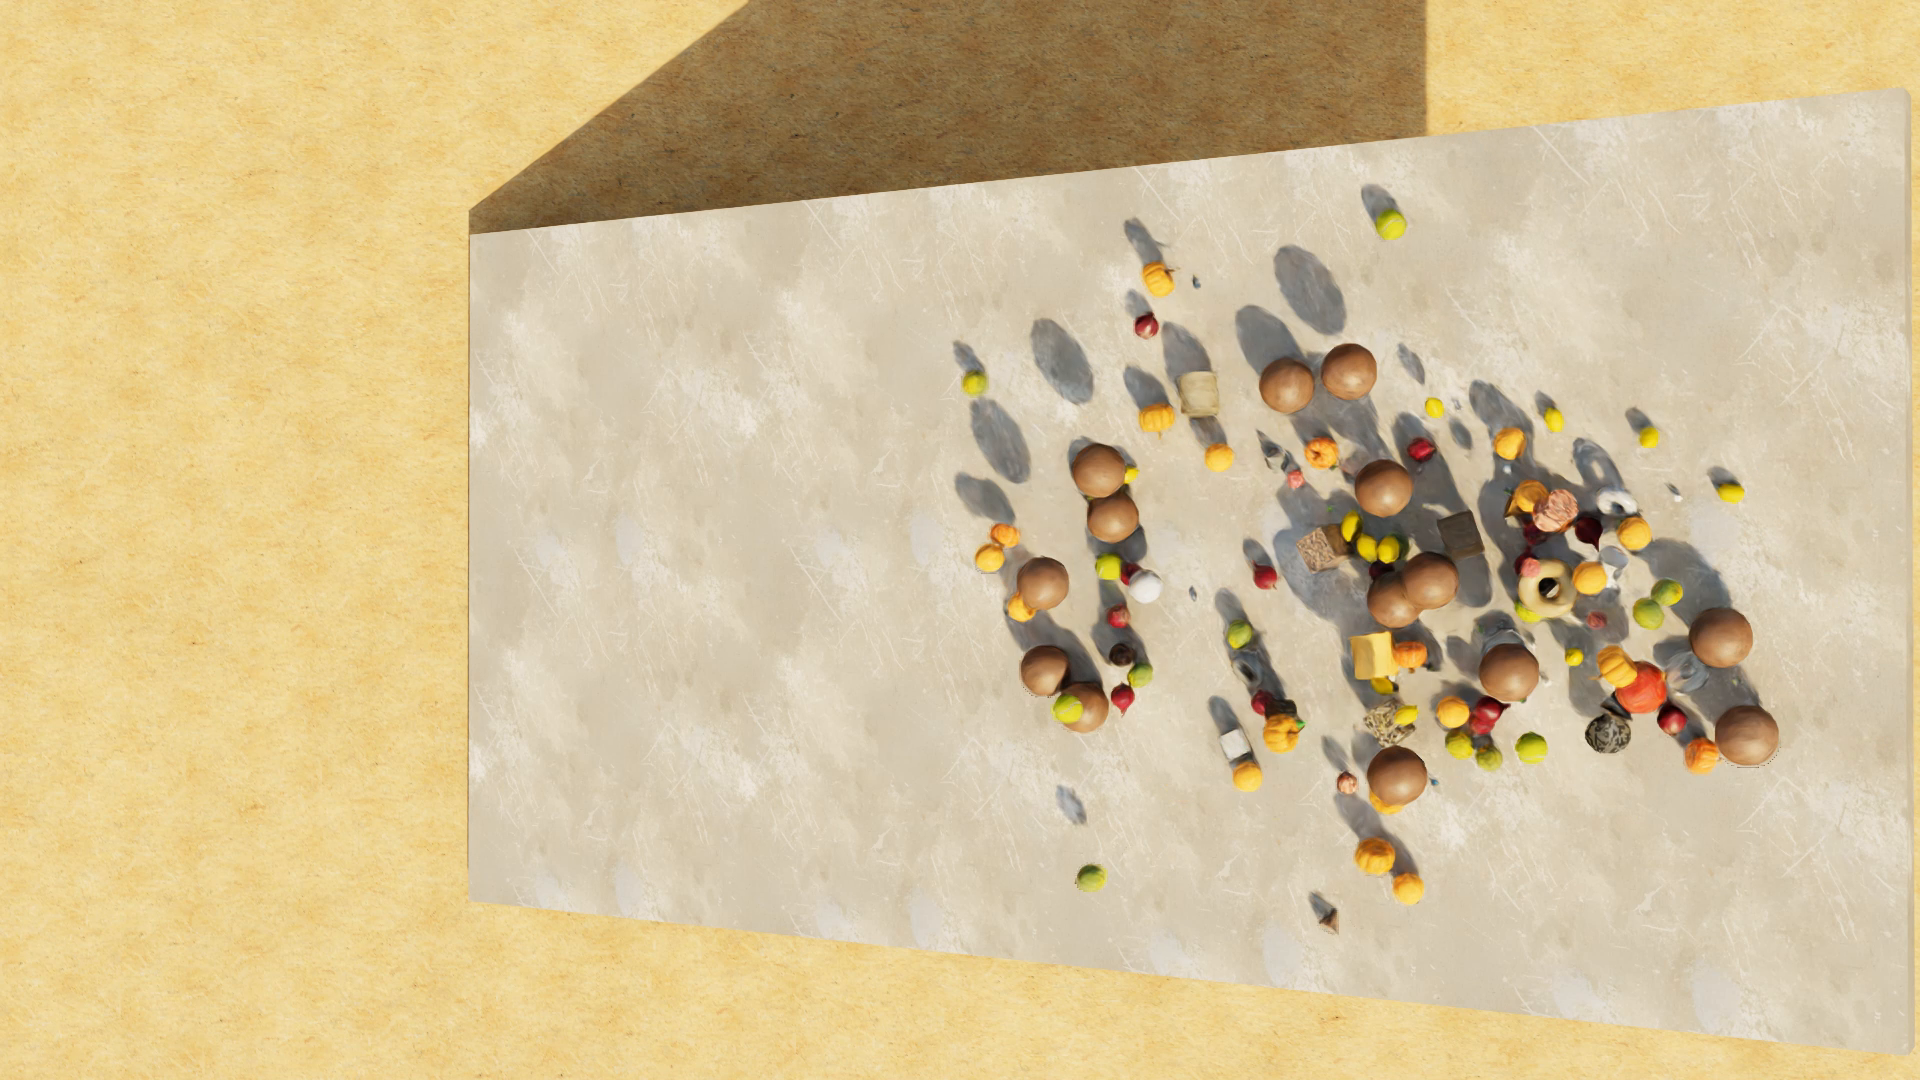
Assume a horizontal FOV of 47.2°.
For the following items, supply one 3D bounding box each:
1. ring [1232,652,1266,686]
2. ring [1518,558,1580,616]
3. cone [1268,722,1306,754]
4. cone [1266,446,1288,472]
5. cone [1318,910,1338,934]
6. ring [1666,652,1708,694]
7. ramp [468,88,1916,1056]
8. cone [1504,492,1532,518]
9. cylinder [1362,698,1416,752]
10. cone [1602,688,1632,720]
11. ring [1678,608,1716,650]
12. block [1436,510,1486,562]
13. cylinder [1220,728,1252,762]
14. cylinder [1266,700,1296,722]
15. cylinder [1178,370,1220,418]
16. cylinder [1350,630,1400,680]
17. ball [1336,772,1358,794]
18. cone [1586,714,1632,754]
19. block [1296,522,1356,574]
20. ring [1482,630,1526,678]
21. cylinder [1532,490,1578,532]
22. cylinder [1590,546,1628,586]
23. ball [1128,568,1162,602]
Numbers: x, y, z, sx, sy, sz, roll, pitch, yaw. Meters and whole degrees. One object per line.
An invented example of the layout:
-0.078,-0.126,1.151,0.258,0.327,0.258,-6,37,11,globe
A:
0.690,0.308,5.257,0.031,0.092,0.092,-37,89,-38,ring
1.290,0.104,4.819,0.135,0.045,0.135,6,106,22,ring
0.786,0.451,5.217,0.082,0.082,0.082,-29,90,0,cone
0.743,-0.194,5.235,0.059,0.059,0.059,0,89,31,cone
0.874,0.888,5.167,0.052,0.052,0.052,28,75,0,cone
1.567,0.285,4.739,0.095,0.032,0.095,-15,62,31,ring
0.265,0.073,5.614,4.000,0.100,2.000,0,89,31,ramp
1.262,-0.071,4.940,0.062,0.062,0.062,17,89,3,cone
0.988,0.424,5.060,0.089,0.089,0.089,-34,75,0,cylinder
1.435,0.367,4.758,0.067,0.067,0.067,-32,60,0,cone
1.594,0.192,4.742,0.093,0.031,0.093,0,89,-10,ring
1.118,-0.008,4.911,0.081,0.081,0.081,-20,71,12,block
0.661,0.491,5.278,0.060,0.060,0.060,-21,72,0,cylinder
0.759,0.404,5.200,0.053,0.053,0.053,-3,89,-26,cylinder
0.577,-0.351,5.310,0.093,0.093,0.093,-6,82,0,cylinder
0.957,0.266,5.076,0.099,0.099,0.099,-9,88,0,cylinder
0.900,0.565,5.116,0.050,0.050,0.050,0,89,0,ball
1.408,0.400,4.784,0.098,0.098,0.098,-10,55,14,cone
0.855,0.020,5.141,0.083,0.083,0.083,-39,70,41,block
1.223,0.256,4.945,0.111,0.037,0.111,-13,71,41,ring
1.294,-0.064,4.785,0.071,0.071,0.071,7,65,-16,cylinder
1.405,0.057,4.761,0.063,0.063,0.063,6,47,-6,cylinder
0.449,0.111,5.332,0.083,0.083,0.083,0,89,0,ball
